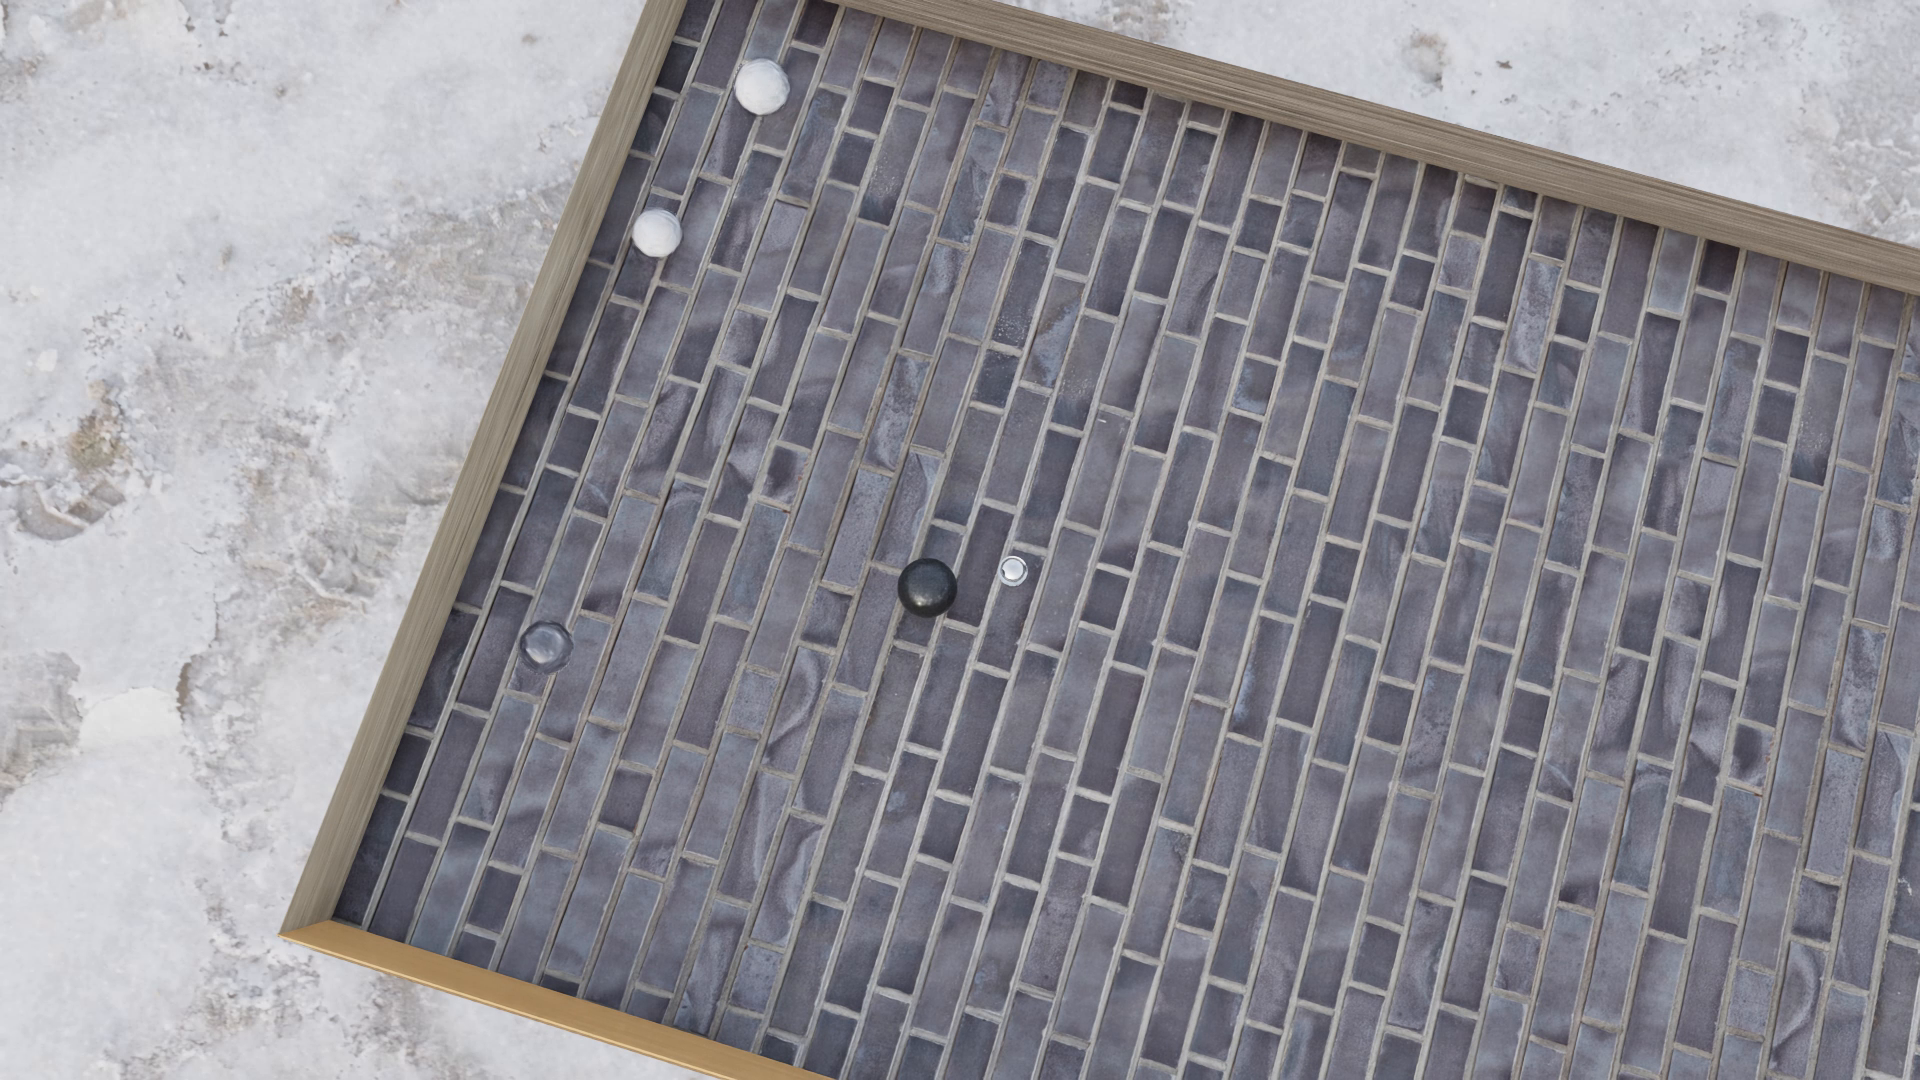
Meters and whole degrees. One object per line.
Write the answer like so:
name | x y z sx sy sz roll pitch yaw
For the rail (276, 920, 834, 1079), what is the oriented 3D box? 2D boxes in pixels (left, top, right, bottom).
rail | 0.470 0.976 3.056 2.998 0.120 0.045 16 73 5

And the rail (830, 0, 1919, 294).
rail | 0.964 -0.572 3.542 2.998 0.120 0.045 16 73 5

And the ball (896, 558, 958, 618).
ball | -0.050 0.073 3.355 0.093 0.093 0.093 0 73 0

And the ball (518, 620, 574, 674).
ball | -0.627 0.162 3.332 0.082 0.082 0.082 0 73 0

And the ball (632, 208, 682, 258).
ball | -0.488 -0.494 3.540 0.079 0.079 0.079 0 73 0

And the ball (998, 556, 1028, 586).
ball | 0.081 0.048 3.387 0.046 0.046 0.046 0 73 0

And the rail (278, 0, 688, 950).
rail | -0.694 -0.209 3.428 0.045 0.120 1.744 16 73 5

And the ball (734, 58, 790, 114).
ball | -0.325 -0.745 3.613 0.090 0.090 0.090 0 73 0
